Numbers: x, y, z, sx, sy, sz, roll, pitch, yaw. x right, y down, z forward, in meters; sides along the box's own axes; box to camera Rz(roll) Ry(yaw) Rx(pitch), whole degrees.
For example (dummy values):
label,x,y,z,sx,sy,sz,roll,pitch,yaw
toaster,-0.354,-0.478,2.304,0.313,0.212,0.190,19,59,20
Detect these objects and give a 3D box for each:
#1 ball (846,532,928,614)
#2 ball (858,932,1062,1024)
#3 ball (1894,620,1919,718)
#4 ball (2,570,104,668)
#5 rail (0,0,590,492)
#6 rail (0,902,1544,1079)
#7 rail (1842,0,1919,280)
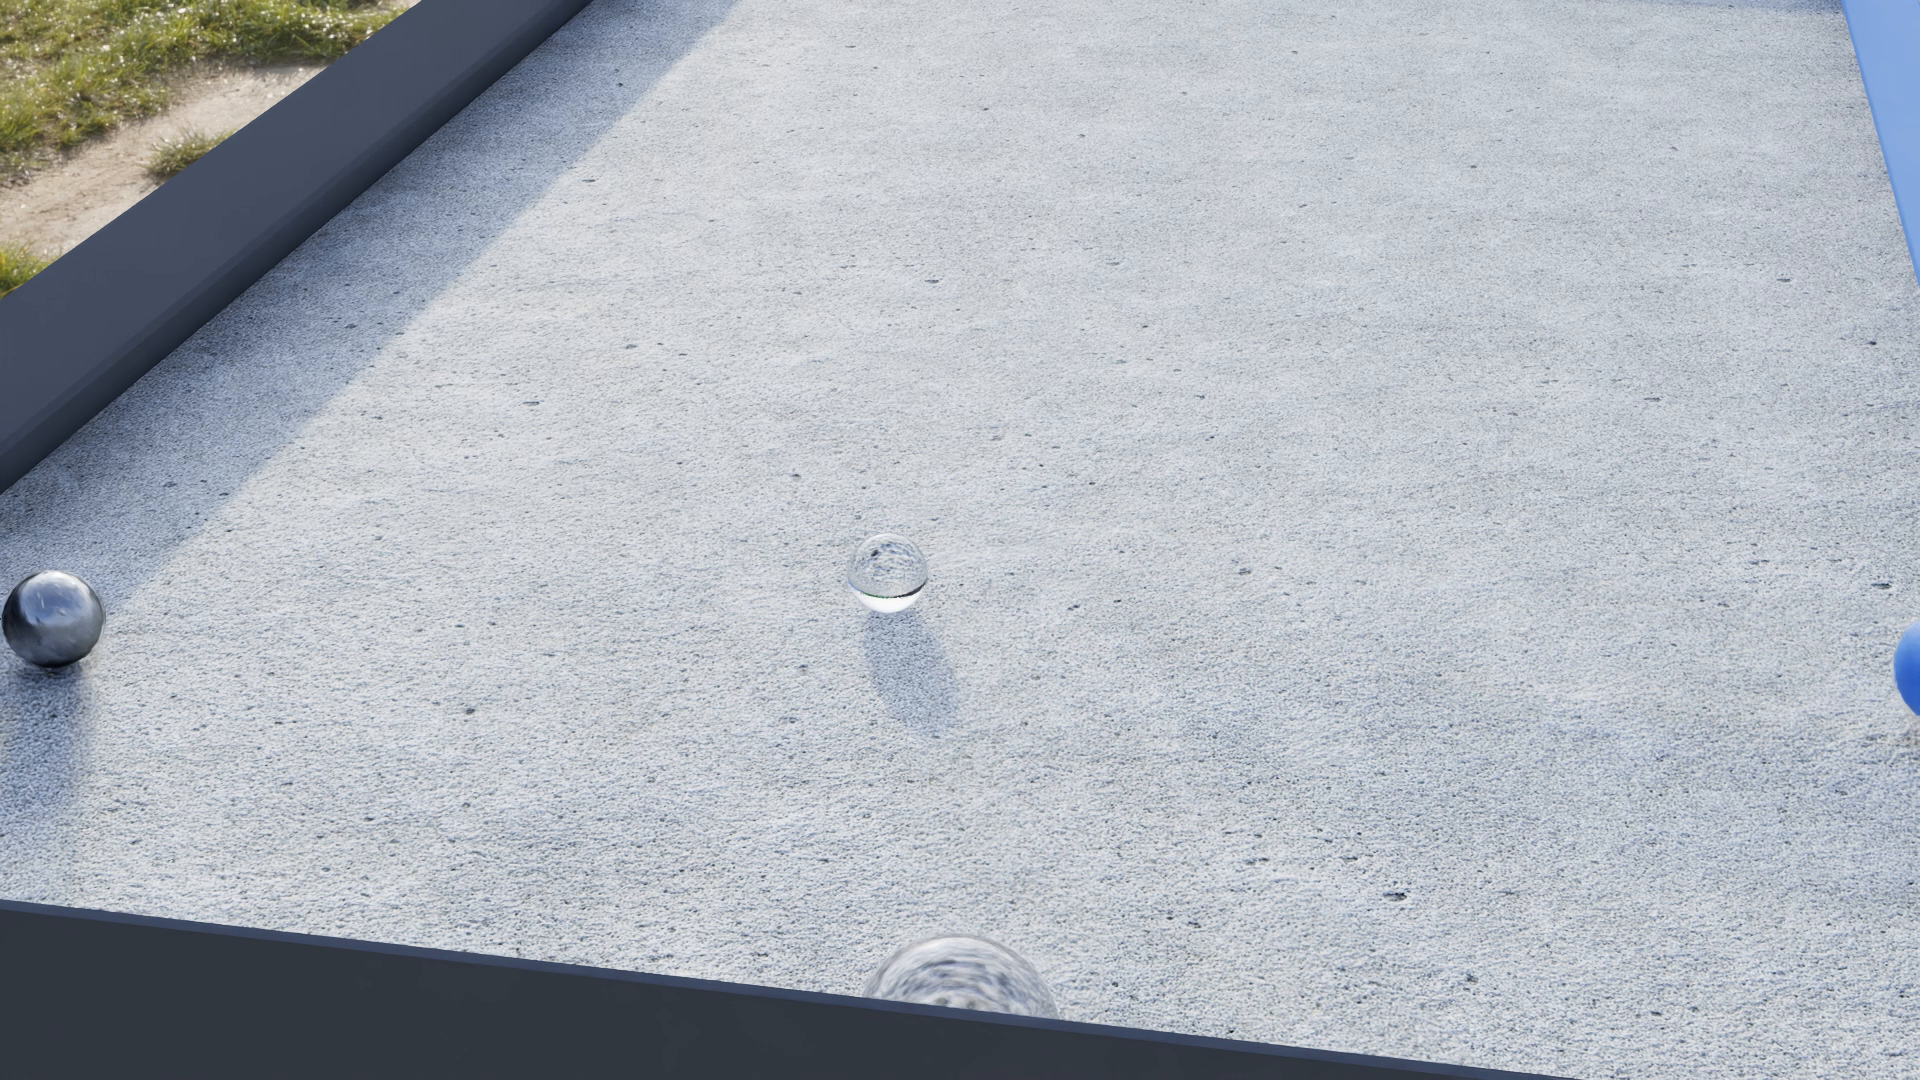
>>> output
label,x,y,z,sx,sy,sz,roll,pitch,yaw
ball,-0.046,0.021,1.881,0.052,0.052,0.052,0,25,0
ball,-0.002,0.234,1.375,0.099,0.099,0.099,0,25,0
ball,0.591,0.076,1.739,0.073,0.073,0.073,0,25,0
ball,-0.559,0.049,1.813,0.060,0.060,0.060,0,25,0
rail,-0.522,-0.360,2.595,0.045,0.129,2.646,5,26,10
rail,-0.125,0.239,1.325,1.377,0.129,0.045,5,26,10
rail,0.782,-0.249,2.360,0.045,0.129,2.646,5,26,10
